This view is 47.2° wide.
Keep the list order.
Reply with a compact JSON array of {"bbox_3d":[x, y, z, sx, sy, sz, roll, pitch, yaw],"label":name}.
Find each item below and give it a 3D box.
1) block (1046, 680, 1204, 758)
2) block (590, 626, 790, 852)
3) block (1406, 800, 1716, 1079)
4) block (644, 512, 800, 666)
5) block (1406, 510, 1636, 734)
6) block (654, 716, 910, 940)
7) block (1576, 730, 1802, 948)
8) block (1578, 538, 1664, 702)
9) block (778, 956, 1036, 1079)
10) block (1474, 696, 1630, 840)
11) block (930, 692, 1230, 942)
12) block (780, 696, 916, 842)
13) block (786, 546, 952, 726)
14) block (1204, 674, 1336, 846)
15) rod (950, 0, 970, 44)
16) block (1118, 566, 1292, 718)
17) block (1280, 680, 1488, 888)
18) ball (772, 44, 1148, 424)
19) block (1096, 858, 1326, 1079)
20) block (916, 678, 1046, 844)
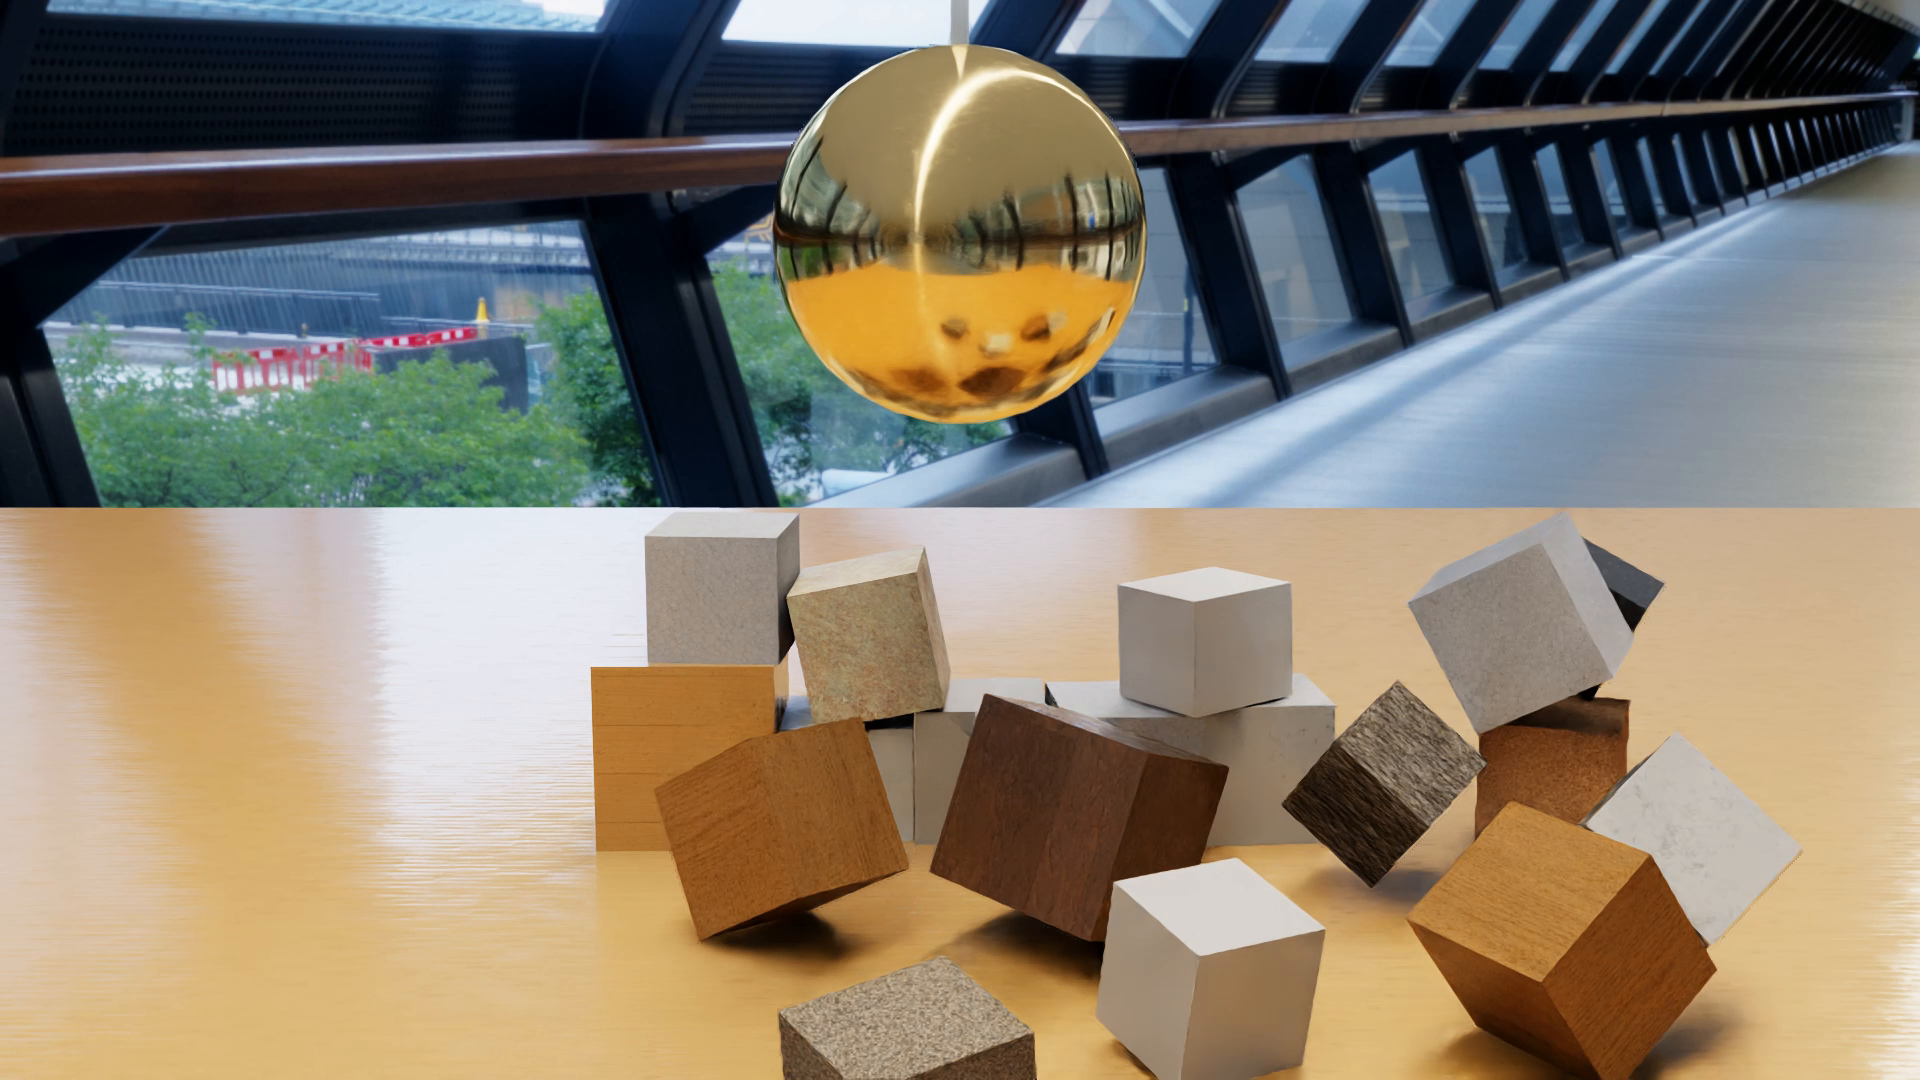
[{"bbox_3d":[0.830,1.152,11.285,0.695,0.695,0.750,-1,10,-5],"label":"block"},{"bbox_3d":[-1.369,1.008,11.367,0.903,0.949,0.920,0,10,0],"label":"block"},{"bbox_3d":[2.299,1.548,8.427,0.652,0.669,0.722,-44,28,-16],"label":"block"},{"bbox_3d":[-1.194,0.235,11.184,0.658,0.639,0.726,1,10,4],"label":"block"},{"bbox_3d":[2.780,0.400,10.864,0.725,0.730,0.703,-28,0,28],"label":"block"},{"bbox_3d":[-0.796,1.277,9.745,0.646,0.705,0.758,-8,-16,-44],"label":"block"},{"bbox_3d":[2.813,1.268,8.781,0.566,0.638,0.633,-40,-15,-18],"label":"block"},{"bbox_3d":[3.245,0.385,11.553,0.587,0.576,0.610,32,23,17],"label":"block"},{"bbox_3d":[-0.171,1.861,7.423,0.647,0.544,0.602,-13,22,-27],"label":"block"},{"bbox_3d":[3.028,1.187,11.223,0.665,0.650,0.729,4,11,21],"label":"block"},{"bbox_3d":[0.528,1.228,9.668,0.870,0.822,0.735,18,1,36],"label":"block"},{"bbox_3d":[-0.571,1.180,11.414,0.671,0.593,0.654,0,10,0],"label":"block"},{"bbox_3d":[-0.454,0.490,11.291,0.659,0.696,0.777,-11,9,4],"label":"block"},{"bbox_3d":[1.516,1.126,11.361,0.671,0.720,0.668,-1,10,-5],"label":"block"},{"bbox_3d":[0.000,-4.683,9.648,0.080,5.200,0.080,0,-5,0],"label":"rod"},{"bbox_3d":[1.240,0.505,11.128,0.648,0.582,0.584,-9,13,-34],"label":"block"},{"bbox_3d":[1.994,1.143,10.334,0.566,0.549,0.594,43,47,13],"label":"block"},{"bbox_3d":[0.000,-1.294,9.373,1.600,1.600,1.600,0,10,0],"label":"ball"},{"bbox_3d":[0.952,1.664,8.442,0.582,0.602,0.576,-6,23,-29],"label":"block"},{"bbox_3d":[0.105,1.137,11.383,0.659,0.691,0.697,0,10,0],"label":"block"}]
